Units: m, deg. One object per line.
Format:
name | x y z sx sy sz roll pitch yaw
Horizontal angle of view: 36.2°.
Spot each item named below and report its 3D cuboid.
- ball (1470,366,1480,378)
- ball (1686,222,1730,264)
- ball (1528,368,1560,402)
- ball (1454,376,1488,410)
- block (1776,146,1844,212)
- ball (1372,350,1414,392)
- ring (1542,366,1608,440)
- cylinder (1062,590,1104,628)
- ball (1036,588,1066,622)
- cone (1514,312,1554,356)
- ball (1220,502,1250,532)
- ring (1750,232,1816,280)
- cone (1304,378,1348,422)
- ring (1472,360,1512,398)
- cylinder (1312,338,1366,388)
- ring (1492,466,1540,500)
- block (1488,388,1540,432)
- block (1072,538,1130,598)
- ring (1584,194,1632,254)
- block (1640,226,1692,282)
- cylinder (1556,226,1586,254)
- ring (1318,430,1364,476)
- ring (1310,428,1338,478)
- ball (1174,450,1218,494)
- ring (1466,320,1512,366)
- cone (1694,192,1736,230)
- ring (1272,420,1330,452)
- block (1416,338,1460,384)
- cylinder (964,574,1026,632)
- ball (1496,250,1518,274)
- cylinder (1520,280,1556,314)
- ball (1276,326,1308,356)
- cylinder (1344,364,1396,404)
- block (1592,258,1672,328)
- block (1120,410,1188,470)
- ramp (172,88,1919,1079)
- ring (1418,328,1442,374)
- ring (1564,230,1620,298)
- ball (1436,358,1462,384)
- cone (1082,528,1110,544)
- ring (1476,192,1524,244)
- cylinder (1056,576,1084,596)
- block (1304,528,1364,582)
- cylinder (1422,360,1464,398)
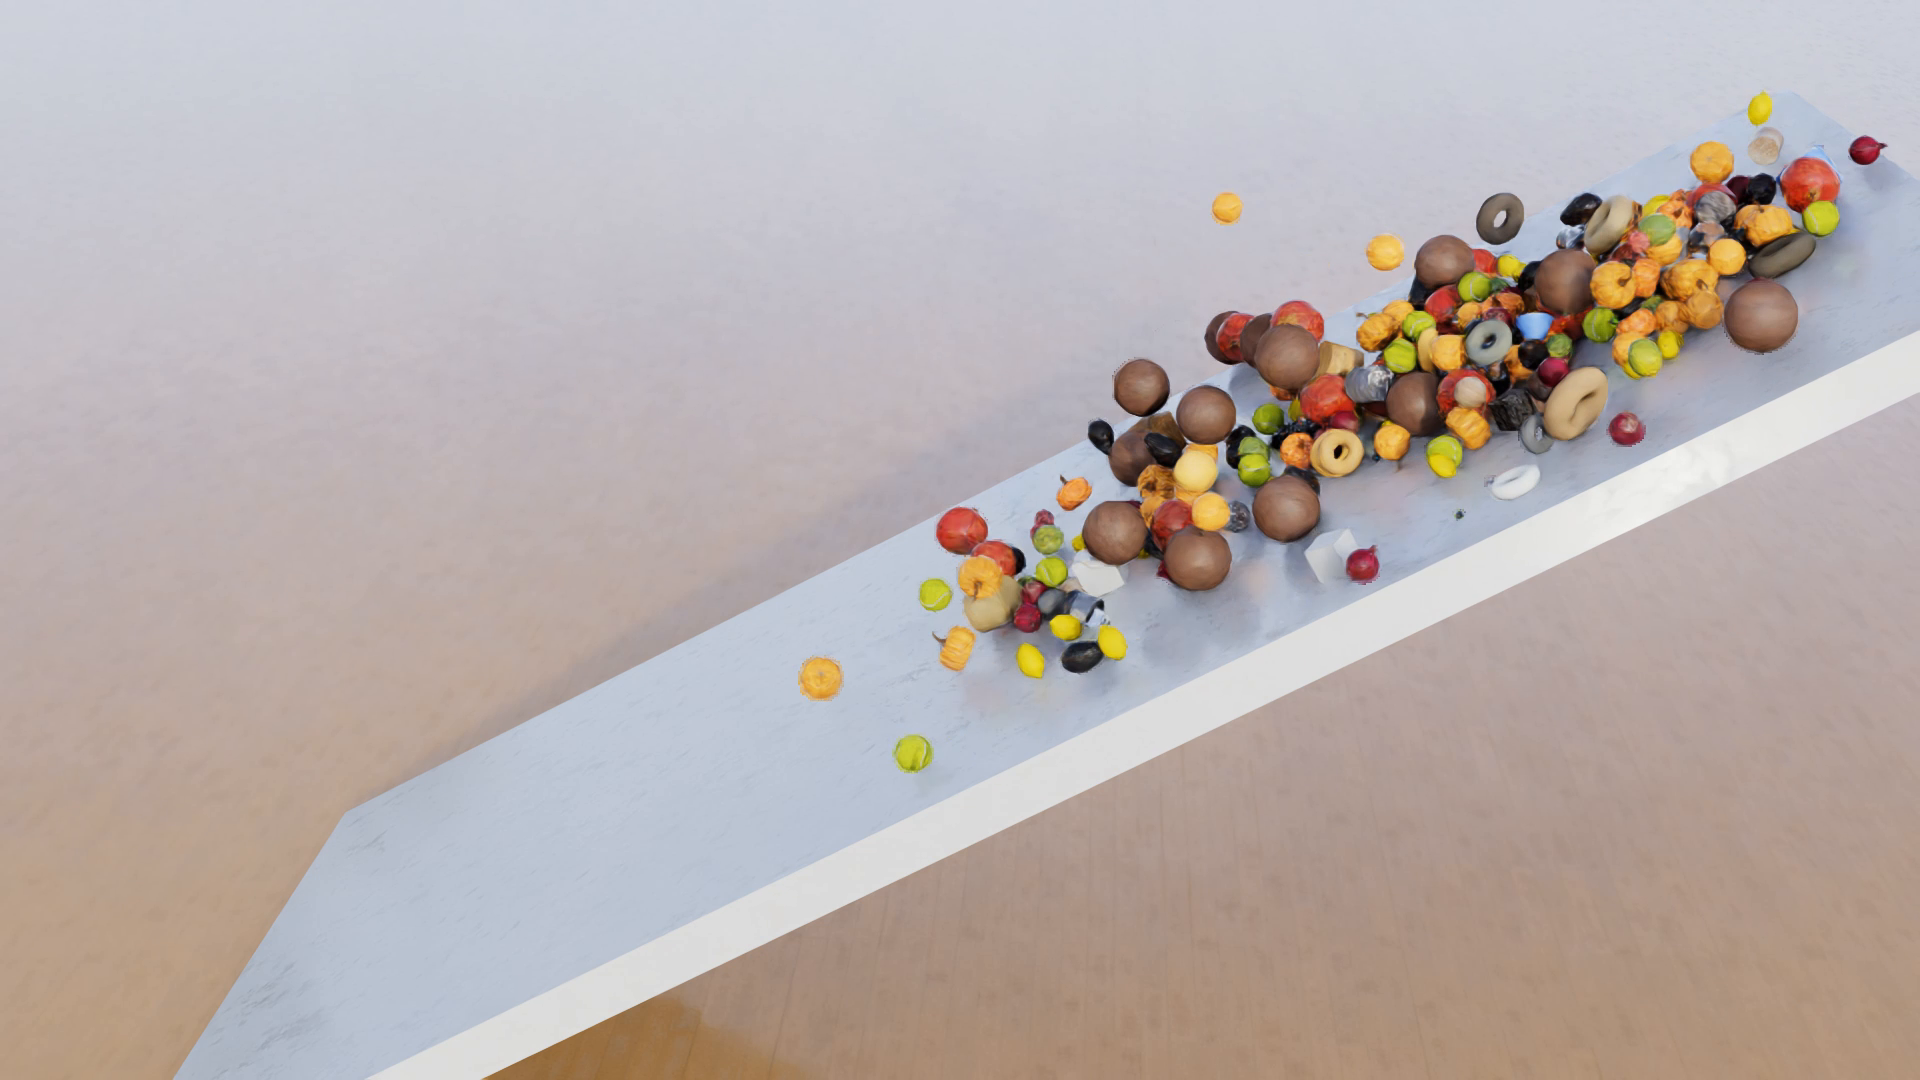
ball | 1.057 -0.337 5.934 0.053 0.053 0.053 0 17 0
ball | 1.452 -0.578 5.706 0.081 0.081 0.081 0 17 0
ball | 1.121 -0.297 5.640 0.064 0.064 0.064 0 17 0
ball | 0.965 -0.278 5.563 0.062 0.062 0.062 0 17 0
block | 1.700 -0.721 5.888 0.084 0.084 0.084 -32 -9 -2
ball | 0.915 -0.358 6.212 0.088 0.088 0.088 0 17 0
ring | 1.116 -0.247 5.328 0.149 0.149 0.050 -15 43 -40
cylinder | 0.244 0.135 5.809 0.060 0.060 0.060 24 28 32
ball | 0.189 0.133 5.959 0.068 0.068 0.068 0 17 0
cone | 1.133 -0.397 5.794 0.077 0.077 0.077 1 -18 0
ball | 0.551 -0.047 5.889 0.063 0.063 0.063 0 17 0
ring | 1.577 -0.545 5.643 0.135 0.045 0.135 -33 9 6
cone | 0.800 -0.298 6.319 0.096 0.096 0.096 8 1 24
ring | 1.036 -0.329 5.737 0.041 0.123 0.123 -29 18 3
cylinder | 0.785 -0.365 6.102 0.079 0.079 0.079 26 11 -16
ring | 0.997 -0.103 5.275 0.093 0.031 0.093 -26 15 8
block | 1.056 -0.248 5.605 0.060 0.060 0.060 -33 14 -16
block | 0.287 0.058 5.995 0.082 0.082 0.082 -24 14 17
ring | 1.306 -0.636 5.925 0.045 0.134 0.134 29 14 -10
block | 1.406 -0.570 5.855 0.090 0.090 0.090 4 -6 20
cylinder | 1.289 -0.627 6.167 0.060 0.060 0.060 -2 8 -8
ring | 0.758 -0.174 5.855 0.094 0.094 0.031 9 -5 27
ring | 0.753 -0.175 5.903 0.105 0.105 0.035 14 -14 38
ball | 0.476 -0.137 5.943 0.087 0.087 0.087 0 17 0
ring | 1.009 -0.377 5.614 0.097 0.097 0.032 19 -14 46
cone | 1.490 -0.651 5.881 0.092 0.092 0.092 13 15 36
ring | 0.715 -0.218 6.179 0.123 0.041 0.123 -15 18 5
block | 0.992 -0.370 6.096 0.069 0.069 0.069 -5 18 28
cylinder | 0.072 0.132 6.075 0.093 0.093 0.093 -27 2 32
ball | 1.229 -0.625 6.610 0.050 0.050 0.050 0 17 0
cylinder | 1.222 -0.513 6.221 0.054 0.054 0.054 -37 35 -28
ball | 0.779 -0.467 6.898 0.071 0.071 0.071 0 17 0
cylinder | 0.831 -0.316 5.953 0.073 0.073 0.073 -11 4 -31
block | 1.324 -0.487 5.801 0.093 0.093 0.093 -46 14 3
block | 0.441 -0.226 6.680 0.090 0.090 0.090 -39 17 -35
ramp | 0.141 0.167 6.282 4.000 0.100 2.000 -27 14 11
ring | 0.936 -0.377 5.858 0.031 0.092 0.092 1 16 25
ring | 1.310 -0.573 6.089 0.143 0.143 0.048 -11 12 -31
ball | 0.971 -0.336 5.838 0.050 0.050 0.050 0 17 0
cone | 0.276 -0.014 6.112 0.050 0.050 0.050 26 17 -5
ring | 1.206 -0.717 6.563 0.121 0.121 0.040 -9 23 -25
cylinder | 0.224 0.109 6.002 0.052 0.052 0.052 14 39 38
block | 0.682 0.028 5.361 0.066 0.066 0.066 -17 19 42
cylinder | 0.975 -0.328 5.944 0.069 0.069 0.069 12 17 -2
